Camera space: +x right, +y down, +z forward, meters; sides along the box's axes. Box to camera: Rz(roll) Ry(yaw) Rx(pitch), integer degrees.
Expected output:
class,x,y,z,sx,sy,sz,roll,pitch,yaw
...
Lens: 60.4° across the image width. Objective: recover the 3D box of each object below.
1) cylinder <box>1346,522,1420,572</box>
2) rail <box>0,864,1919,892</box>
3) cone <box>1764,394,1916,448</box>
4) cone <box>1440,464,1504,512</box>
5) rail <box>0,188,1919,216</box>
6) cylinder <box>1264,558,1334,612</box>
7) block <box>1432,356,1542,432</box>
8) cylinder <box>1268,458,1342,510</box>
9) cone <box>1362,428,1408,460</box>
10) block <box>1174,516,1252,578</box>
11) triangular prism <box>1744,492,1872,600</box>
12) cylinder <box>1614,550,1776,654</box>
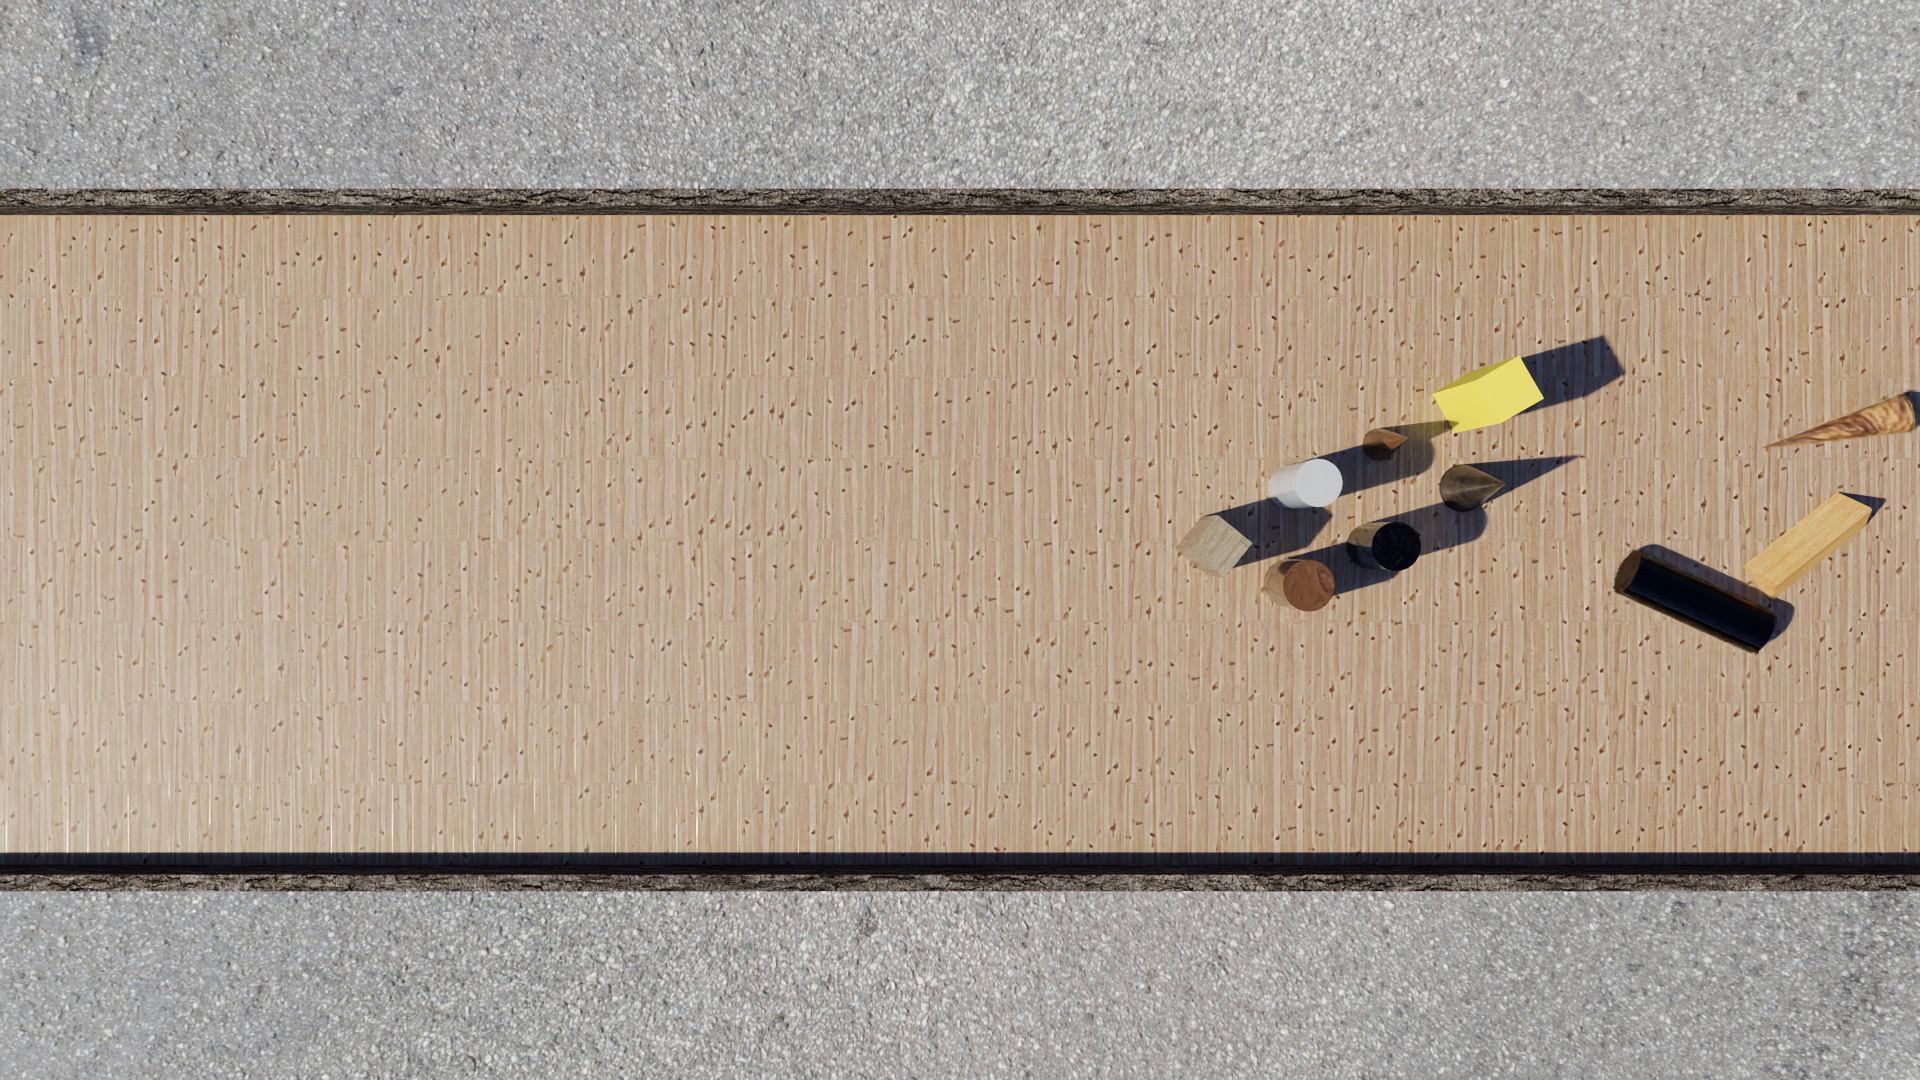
class,x,y,z,sx,sy,sz,roll,pitch,yaw
cylinder,1.261,0.019,4.922,0.143,0.310,0.143,0,90,0
rail,-2.247,1.025,5.001,12.000,0.150,0.050,0,90,0
cone,2.672,-0.335,5.047,0.428,0.117,0.117,-14,90,8
cone,1.549,-0.160,4.877,0.147,0.399,0.147,0,90,0
rail,-2.247,-1.025,5.002,12.000,0.150,0.050,0,90,0
cylinder,1.010,0.132,4.926,0.151,0.301,0.151,0,90,0
block,1.548,-0.424,4.859,0.138,0.434,0.138,-30,90,0
cylinder,1.016,-0.162,4.875,0.136,0.403,0.136,0,90,0
cone,1.289,-0.294,4.908,0.101,0.338,0.101,0,90,0
block,0.752,0.019,4.912,0.129,0.328,0.129,39,90,0
triangular prism,2.595,0.020,5.015,0.367,0.117,0.135,-38,90,0
cylinder,2.227,0.188,5.005,0.444,0.143,0.143,24,90,0
